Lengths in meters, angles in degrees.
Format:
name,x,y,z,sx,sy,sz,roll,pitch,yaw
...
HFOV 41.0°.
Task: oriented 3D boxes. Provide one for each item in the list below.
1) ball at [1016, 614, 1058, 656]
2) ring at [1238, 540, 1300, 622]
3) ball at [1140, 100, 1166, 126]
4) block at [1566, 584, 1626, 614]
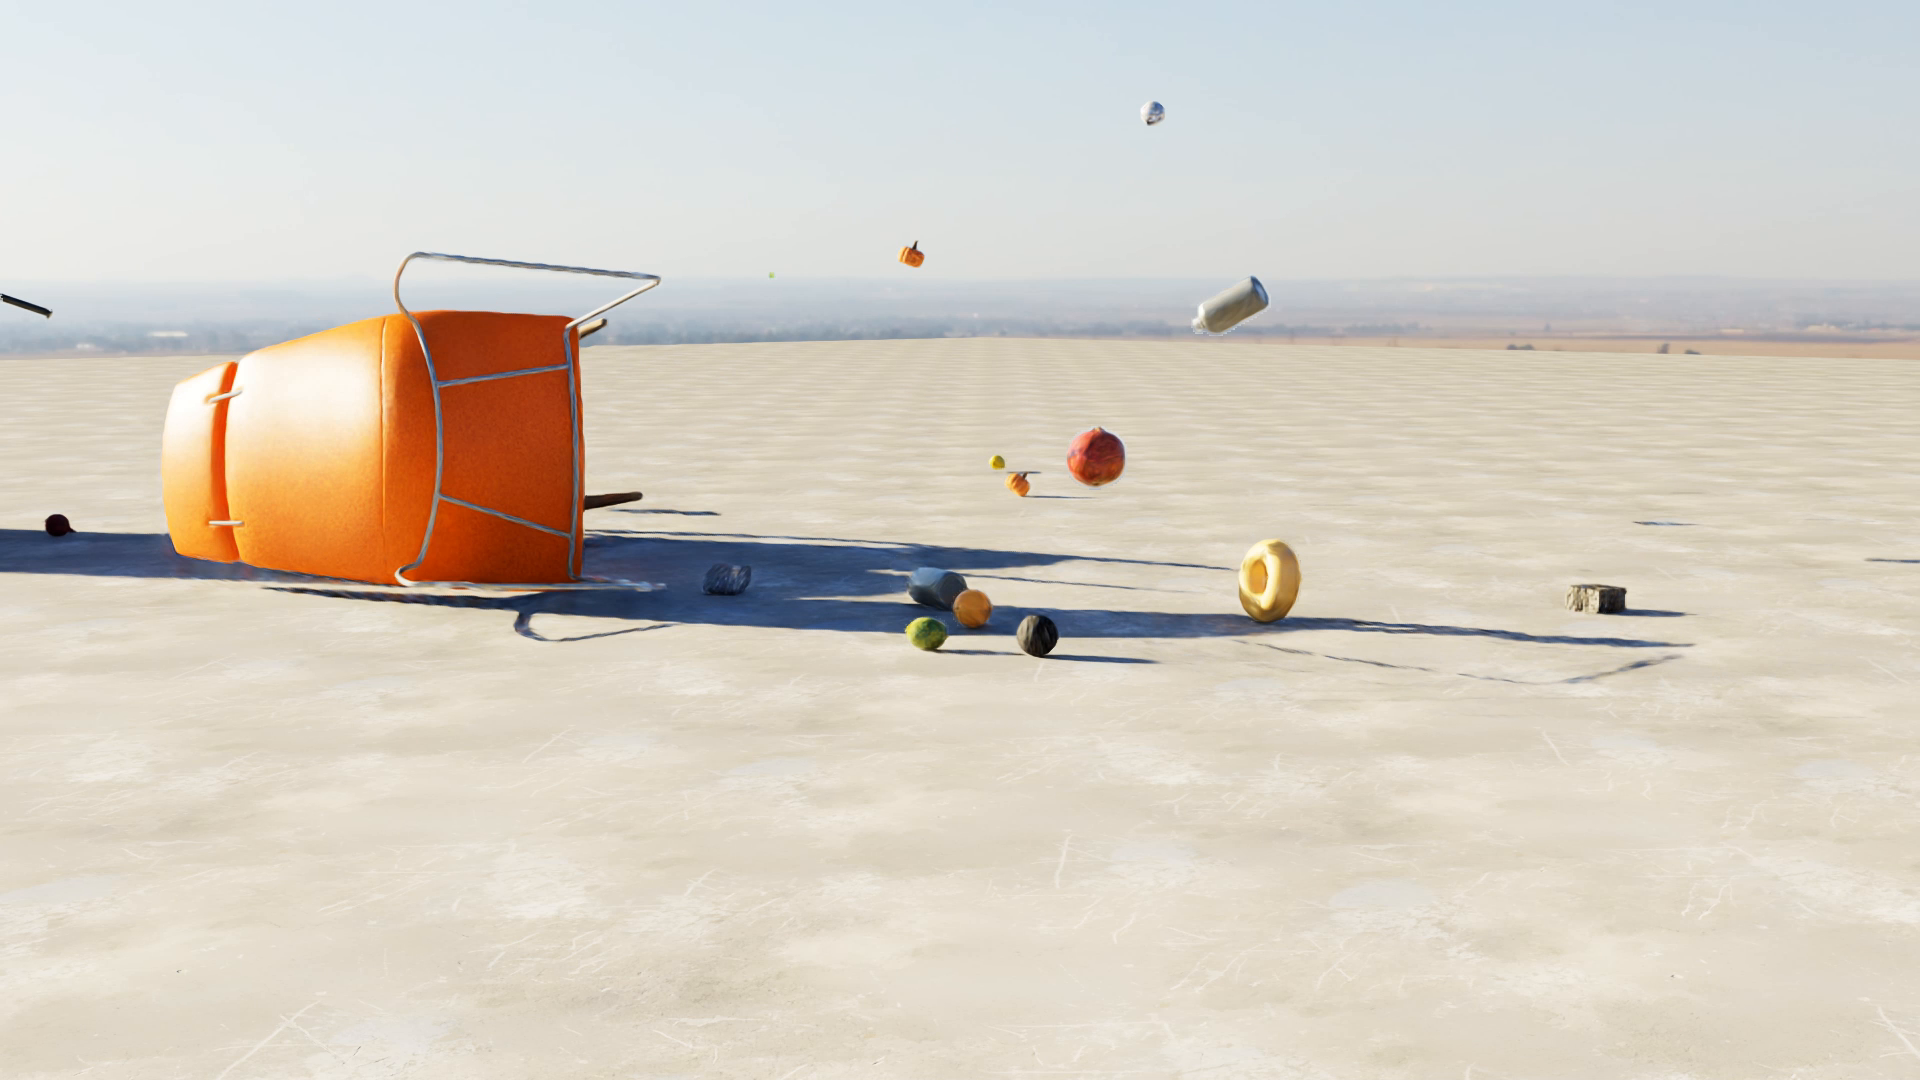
name,x,y,z,sx,sy,sz,roll,pitch,yaw
ball,0.134,0.166,4.452,0.072,0.072,0.072,0,6,0
ring,0.588,0.078,4.882,0.063,0.160,0.162,7,-15,-24
ball,0.437,-0.966,5.815,0.057,0.057,0.057,0,6,0
block,1.253,0.116,5.059,0.076,0.047,0.086,-4,7,-32
